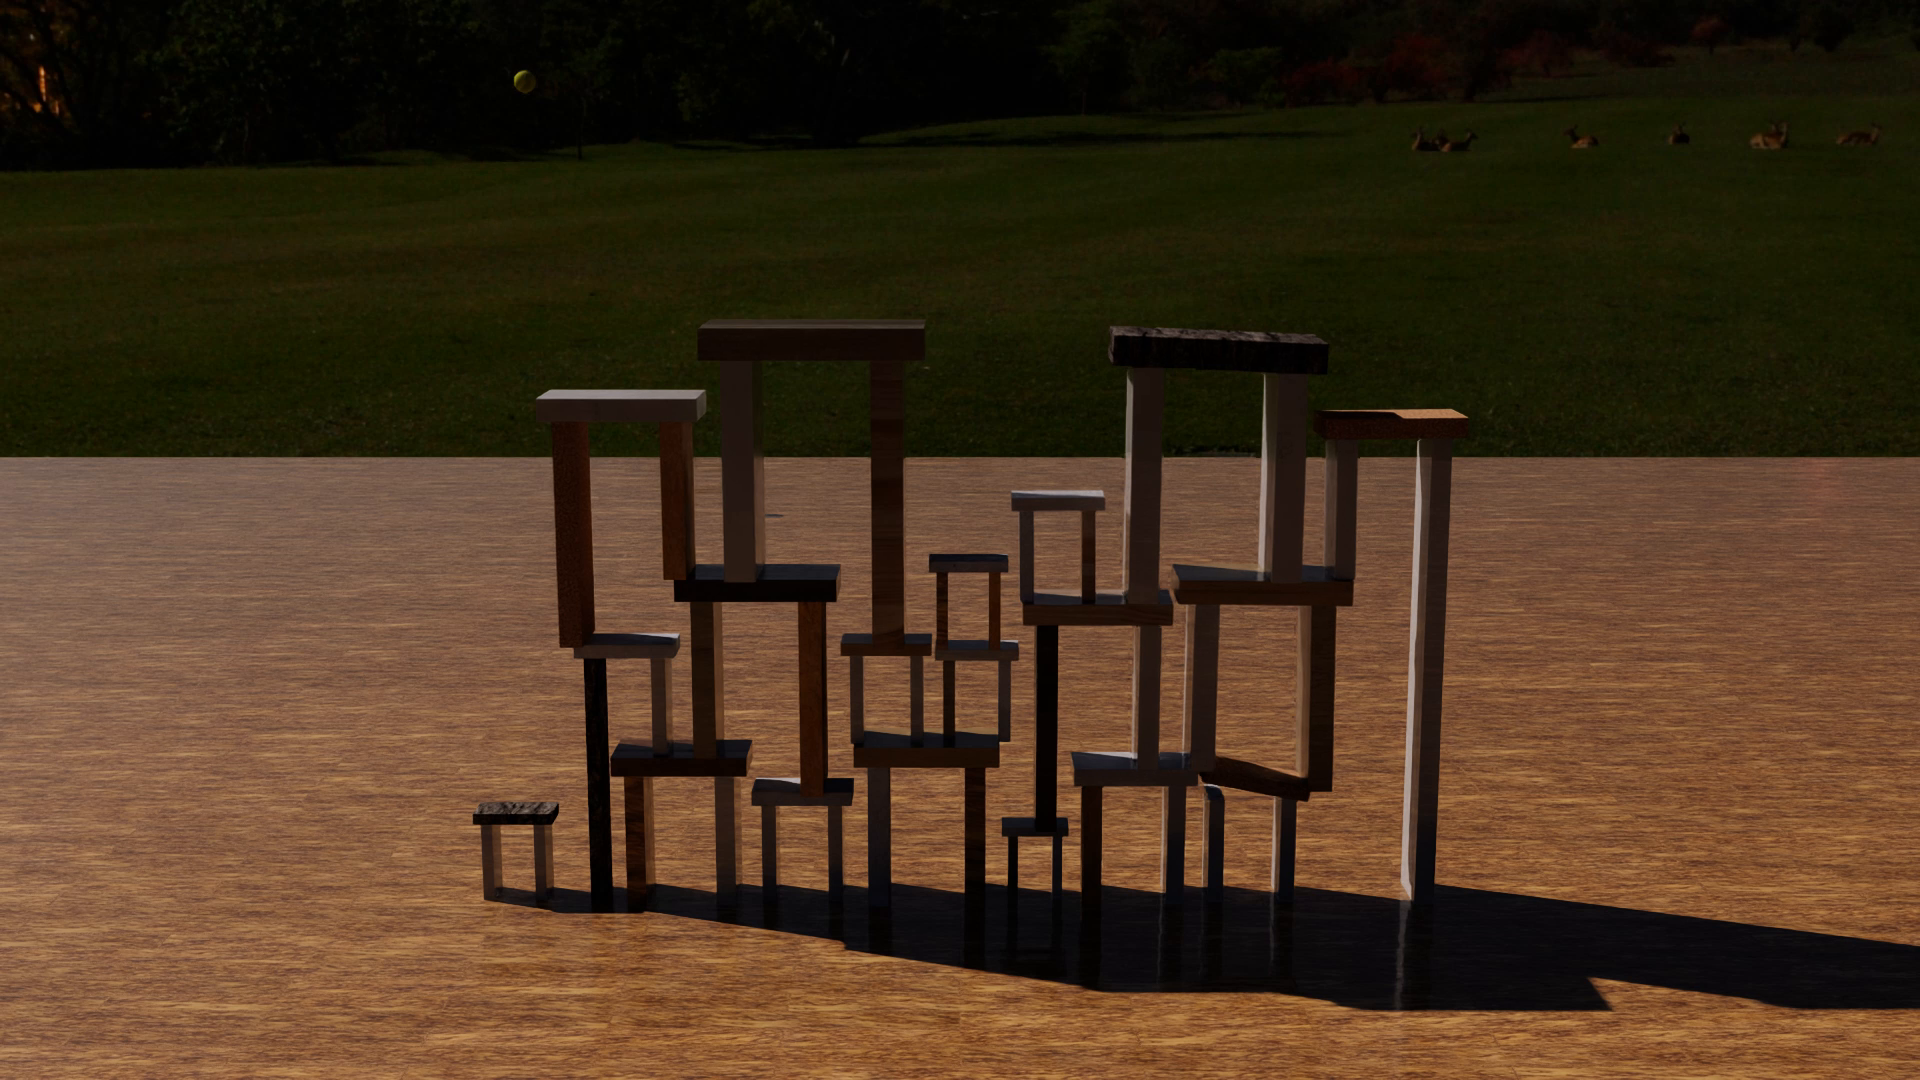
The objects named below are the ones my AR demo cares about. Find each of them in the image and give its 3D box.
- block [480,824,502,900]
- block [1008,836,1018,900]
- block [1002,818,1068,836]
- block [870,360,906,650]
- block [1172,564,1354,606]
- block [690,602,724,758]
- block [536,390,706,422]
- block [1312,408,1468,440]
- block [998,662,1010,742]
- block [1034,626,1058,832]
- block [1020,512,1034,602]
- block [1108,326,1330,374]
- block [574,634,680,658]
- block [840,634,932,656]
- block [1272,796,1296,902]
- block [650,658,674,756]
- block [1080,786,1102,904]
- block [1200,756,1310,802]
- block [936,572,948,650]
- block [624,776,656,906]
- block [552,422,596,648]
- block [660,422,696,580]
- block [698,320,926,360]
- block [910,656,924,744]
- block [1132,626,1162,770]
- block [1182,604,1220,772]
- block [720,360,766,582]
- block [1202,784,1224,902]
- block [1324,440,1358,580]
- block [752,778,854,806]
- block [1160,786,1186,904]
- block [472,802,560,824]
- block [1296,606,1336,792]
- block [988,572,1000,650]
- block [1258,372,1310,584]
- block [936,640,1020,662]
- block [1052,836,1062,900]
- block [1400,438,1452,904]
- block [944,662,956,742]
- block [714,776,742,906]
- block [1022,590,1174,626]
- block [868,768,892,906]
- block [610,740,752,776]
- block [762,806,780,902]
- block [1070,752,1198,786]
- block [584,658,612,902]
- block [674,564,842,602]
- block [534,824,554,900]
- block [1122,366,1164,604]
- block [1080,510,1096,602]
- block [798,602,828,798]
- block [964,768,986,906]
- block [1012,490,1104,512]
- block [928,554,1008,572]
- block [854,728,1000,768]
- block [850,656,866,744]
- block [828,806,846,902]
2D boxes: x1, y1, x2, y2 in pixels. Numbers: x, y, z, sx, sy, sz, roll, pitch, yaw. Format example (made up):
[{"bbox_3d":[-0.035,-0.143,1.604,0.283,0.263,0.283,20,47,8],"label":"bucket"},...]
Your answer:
[{"bbox_3d":[-0.779,0.526,3.659,0.018,0.130,0.065,0,11,0],"label":"block"},{"bbox_3d":[0.087,0.537,3.655,0.016,0.110,0.055,0,11,0],"label":"block"},{"bbox_3d":[0.124,0.475,3.643,0.110,0.016,0.055,0,11,0],"label":"block"},{"bbox_3d":[-0.114,-0.068,3.548,0.050,0.462,0.176,0,10,0],"label":"block"},{"bbox_3d":[0.488,0.072,3.570,0.277,0.039,0.139,1,11,0],"label":"block"},{"bbox_3d":[-0.413,0.215,3.601,0.037,0.259,0.130,0,11,0],"label":"block"},{"bbox_3d":[-0.540,-0.215,3.517,0.254,0.036,0.127,0,11,0],"label":"block"},{"bbox_3d":[0.689,-0.186,3.525,0.226,0.032,0.113,-1,11,-1],"label":"block"},{"bbox_3d":[0.073,0.257,3.611,0.019,0.136,0.068,0,11,0],"label":"block"},{"bbox_3d":[0.141,0.296,3.618,0.034,0.346,0.120,0,11,0],"label":"block"},{"bbox_3d":[0.109,0.020,3.562,0.021,0.148,0.074,0,11,1],"label":"block"},{"bbox_3d":[0.407,-0.303,3.499,0.333,0.047,0.167,3,11,1],"label":"block"},{"bbox_3d":[-0.542,0.173,3.587,0.162,0.023,0.081,0,11,0],"label":"block"},{"bbox_3d":[-0.119,0.171,3.586,0.147,0.021,0.073,0,11,0],"label":"block"},{"bbox_3d":[0.538,0.503,3.654,0.025,0.176,0.088,0,11,0],"label":"block"},{"bbox_3d":[-0.488,0.264,3.605,0.023,0.162,0.081,0,11,0],"label":"block"},{"bbox_3d":[0.218,0.491,3.648,0.029,0.203,0.101,0,11,0],"label":"block"},{"bbox_3d":[0.484,0.392,3.630,0.176,0.025,0.088,11,10,-3],"label":"block"},{"bbox_3d":[-0.029,0.109,3.578,0.018,0.128,0.064,0,11,0],"label":"block"},{"bbox_3d":[-0.530,0.482,3.645,0.031,0.221,0.110,0,11,0],"label":"block"},{"bbox_3d":[-0.624,-0.018,3.554,0.036,0.365,0.127,0,11,0],"label":"block"},{"bbox_3d":[-0.455,-0.073,3.544,0.036,0.254,0.127,0,11,0],"label":"block"},{"bbox_3d":[-0.231,-0.319,3.502,0.352,0.050,0.176,0,11,0],"label":"block"},{"bbox_3d":[-0.070,0.253,3.603,0.021,0.147,0.073,0,11,0],"label":"block"},{"bbox_3d":[0.305,0.244,3.602,0.034,0.240,0.120,0,11,0],"label":"block"},{"bbox_3d":[0.394,0.226,3.600,0.039,0.277,0.139,1,10,0],"label":"block"},{"bbox_3d":[-0.348,-0.122,3.539,0.050,0.352,0.176,0,11,0],"label":"block"},{"bbox_3d":[0.421,0.504,3.654,0.025,0.175,0.088,0,11,0],"label":"block"},{"bbox_3d":[0.614,-0.058,3.546,0.032,0.226,0.113,-1,11,0],"label":"block"},{"bbox_3d":[-0.260,0.417,3.640,0.164,0.023,0.082,0,11,0],"label":"block"},{"bbox_3d":[0.353,0.491,3.647,0.029,0.202,0.101,0,11,0],"label":"block"},{"bbox_3d":[-0.735,0.453,3.645,0.130,0.018,0.065,0,11,0],"label":"block"},{"bbox_3d":[0.582,0.244,3.602,0.039,0.308,0.139,-1,11,0],"label":"block"},{"bbox_3d":[0.057,0.109,3.578,0.018,0.128,0.064,0,11,0],"label":"block"},{"bbox_3d":[0.518,-0.110,3.531,0.047,0.333,0.167,0,11,0],"label":"block"},{"bbox_3d":[0.028,0.181,3.597,0.136,0.019,0.068,0,11,0],"label":"block"},{"bbox_3d":[0.161,0.537,3.654,0.016,0.110,0.055,0,11,0],"label":"block"},{"bbox_3d":[0.763,0.209,3.600,0.032,0.774,0.113,0,11,0],"label":"block"},{"bbox_3d":[-0.018,0.257,3.611,0.019,0.136,0.068,0,11,0],"label":"block"},{"bbox_3d":[-0.383,0.482,3.645,0.031,0.221,0.110,0,11,0],"label":"block"},{"bbox_3d":[0.223,0.109,3.579,0.240,0.034,0.120,0,11,1],"label":"block"},{"bbox_3d":[-0.133,0.474,3.643,0.034,0.237,0.118,0,11,0],"label":"block"},{"bbox_3d":[-0.457,0.359,3.621,0.220,0.031,0.110,0,11,0],"label":"block"},{"bbox_3d":[-0.314,0.509,3.659,0.023,0.164,0.082,0,11,0],"label":"block"},{"bbox_3d":[0.286,0.377,3.624,0.203,0.029,0.101,0,11,-1],"label":"block"},{"bbox_3d":[-0.596,0.387,3.627,0.023,0.414,0.081,0,11,0],"label":"block"},{"bbox_3d":[-0.327,0.069,3.574,0.259,0.037,0.130,0,11,0],"label":"block"},{"bbox_3d":[-0.692,0.526,3.659,0.018,0.130,0.065,0,11,0],"label":"block"},{"bbox_3d":[0.294,-0.097,3.531,0.047,0.375,0.167,1,10,1],"label":"block"},{"bbox_3d":[0.207,0.020,3.559,0.021,0.149,0.074,0,11,2],"label":"block"},{"bbox_3d":[-0.240,0.247,3.606,0.037,0.324,0.130,0,11,0],"label":"block"},{"bbox_3d":[0.025,0.474,3.643,0.034,0.237,0.118,0,11,0],"label":"block"},{"bbox_3d":[0.158,-0.064,3.545,0.148,0.021,0.074,0,11,1],"label":"block"},{"bbox_3d":[0.014,0.038,3.565,0.128,0.018,0.064,0,11,0],"label":"block"},{"bbox_3d":[-0.054,0.342,3.618,0.237,0.034,0.118,0,11,0],"label":"block"},{"bbox_3d":[-0.168,0.253,3.604,0.021,0.147,0.073,0,11,0],"label":"block"},{"bbox_3d":[-0.205,0.509,3.659,0.023,0.164,0.082,0,11,0],"label":"block"}]
